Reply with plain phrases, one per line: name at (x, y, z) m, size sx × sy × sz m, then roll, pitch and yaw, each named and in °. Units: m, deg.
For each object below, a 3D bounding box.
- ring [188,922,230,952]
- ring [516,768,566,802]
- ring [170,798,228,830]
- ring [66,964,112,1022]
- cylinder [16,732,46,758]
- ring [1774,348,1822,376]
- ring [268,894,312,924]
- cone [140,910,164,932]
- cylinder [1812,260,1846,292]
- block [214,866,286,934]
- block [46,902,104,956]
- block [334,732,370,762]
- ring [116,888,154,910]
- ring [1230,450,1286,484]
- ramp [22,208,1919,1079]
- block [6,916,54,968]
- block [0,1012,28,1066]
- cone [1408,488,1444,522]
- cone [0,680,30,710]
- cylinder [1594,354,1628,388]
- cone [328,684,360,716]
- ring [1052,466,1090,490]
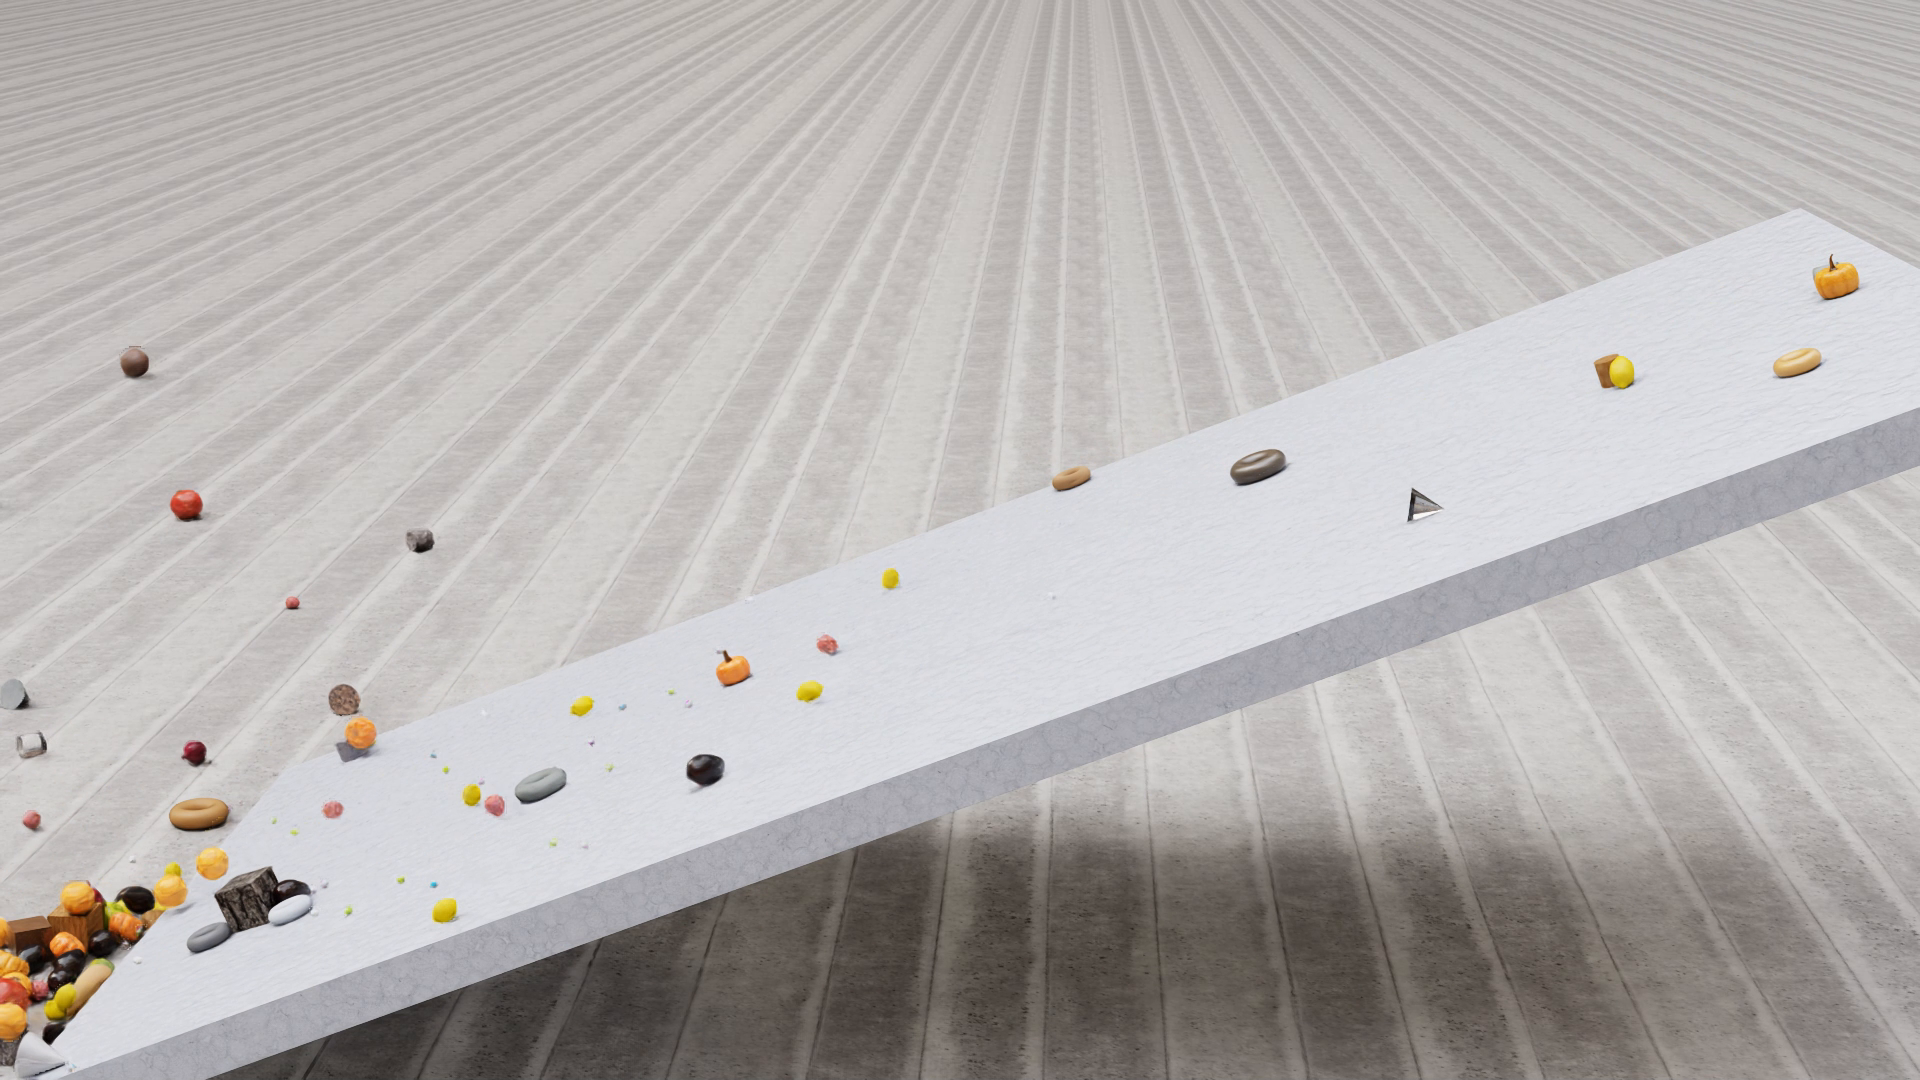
ring at (-1.550, 0.819, 6.069) m, size 0.094 × 0.031 × 0.094 m, roll -20°, pitch 13°, yaw 5°
ring at (-0.887, 0.517, 6.217) m, size 0.115 × 0.038 × 0.115 m, roll -20°, pitch 13°, yaw 5°
ring at (-1.908, 0.686, 7.373) m, size 0.146 × 0.049 × 0.146 m, roll -1°, pitch 14°, yaw 0°
ring at (-1.815, 0.946, 6.129) m, size 0.045 × 0.134 × 0.134 m, roll 30°, pitch 16°, yaw 1°
cylinder at (-2.499, 0.551, 7.913) m, size 0.060 × 0.060 × 0.060 m, roll -11°, pitch 17°, yaw -38°
ring at (1.602, -0.340, 5.629) m, size 0.094 × 0.031 × 0.094 m, roll -22°, pitch 12°, yaw 5°
ring at (-1.372, 0.757, 6.027) m, size 0.094 × 0.031 × 0.094 m, roll -22°, pitch 11°, yaw 4°
cone at (-1.805, 0.879, 6.604) m, size 0.069 × 0.069 × 0.069 m, roll -4°, pitch 40°, yaw -15°
cylinder at (1.814, -0.550, 6.144) m, size 0.050 × 0.050 × 0.050 m, roll -26°, pitch 2°, yaw 24°
block at (-1.469, 0.746, 6.099) m, size 0.092 × 0.092 × 0.092 m, roll -17°, pitch 12°, yaw 20°
block at (-1.966, 0.864, 6.540) m, size 0.090 × 0.090 × 0.090 m, roll 1°, pitch 14°, yaw 6°
block at (-1.511, 0.516, 7.308) m, size 0.051 × 0.051 × 0.051 m, roll -12°, pitch 15°, yaw 39°
ring at (-1.909, 0.831, 6.806) m, size 0.089 × 0.030 × 0.089 m, roll -1°, pitch 12°, yaw 0°
ring at (0.658, -0.163, 6.494) m, size 0.129 × 0.043 × 0.129 m, roll -20°, pitch 13°, yaw 5°
ramp at (0.120, 0.175, 6.293) m, size 4.000 × 0.100 × 2.000 m, roll -20°, pitch 12°, yaw 7°
block at (-2.047, 0.884, 6.477) m, size 0.080 × 0.080 × 0.080 m, roll -8°, pitch 16°, yaw -30°
block at (-1.943, 1.008, 5.951) m, size 0.082 × 0.082 × 0.082 m, roll 1°, pitch 14°, yaw 6°
cone at (0.898, -0.064, 5.650) m, size 0.068 × 0.068 × 0.068 m, roll 8°, pitch 14°, yaw 8°
cone at (-2.675, 0.449, 8.383) m, size 0.087 × 0.087 × 0.087 m, roll 6°, pitch -12°, yaw 22°
cylinder at (1.343, -0.349, 6.073) m, size 0.054 × 0.054 × 0.054 m, roll -21°, pitch 12°, yaw 5°
cone at (-1.759, 0.462, 8.324) m, size 0.092 × 0.092 × 0.092 m, roll -9°, pitch -11°, yaw -33°
ring at (0.271, -0.150, 7.156) m, size 0.098 × 0.033 × 0.098 m, roll -20°, pitch 13°, yaw 5°
